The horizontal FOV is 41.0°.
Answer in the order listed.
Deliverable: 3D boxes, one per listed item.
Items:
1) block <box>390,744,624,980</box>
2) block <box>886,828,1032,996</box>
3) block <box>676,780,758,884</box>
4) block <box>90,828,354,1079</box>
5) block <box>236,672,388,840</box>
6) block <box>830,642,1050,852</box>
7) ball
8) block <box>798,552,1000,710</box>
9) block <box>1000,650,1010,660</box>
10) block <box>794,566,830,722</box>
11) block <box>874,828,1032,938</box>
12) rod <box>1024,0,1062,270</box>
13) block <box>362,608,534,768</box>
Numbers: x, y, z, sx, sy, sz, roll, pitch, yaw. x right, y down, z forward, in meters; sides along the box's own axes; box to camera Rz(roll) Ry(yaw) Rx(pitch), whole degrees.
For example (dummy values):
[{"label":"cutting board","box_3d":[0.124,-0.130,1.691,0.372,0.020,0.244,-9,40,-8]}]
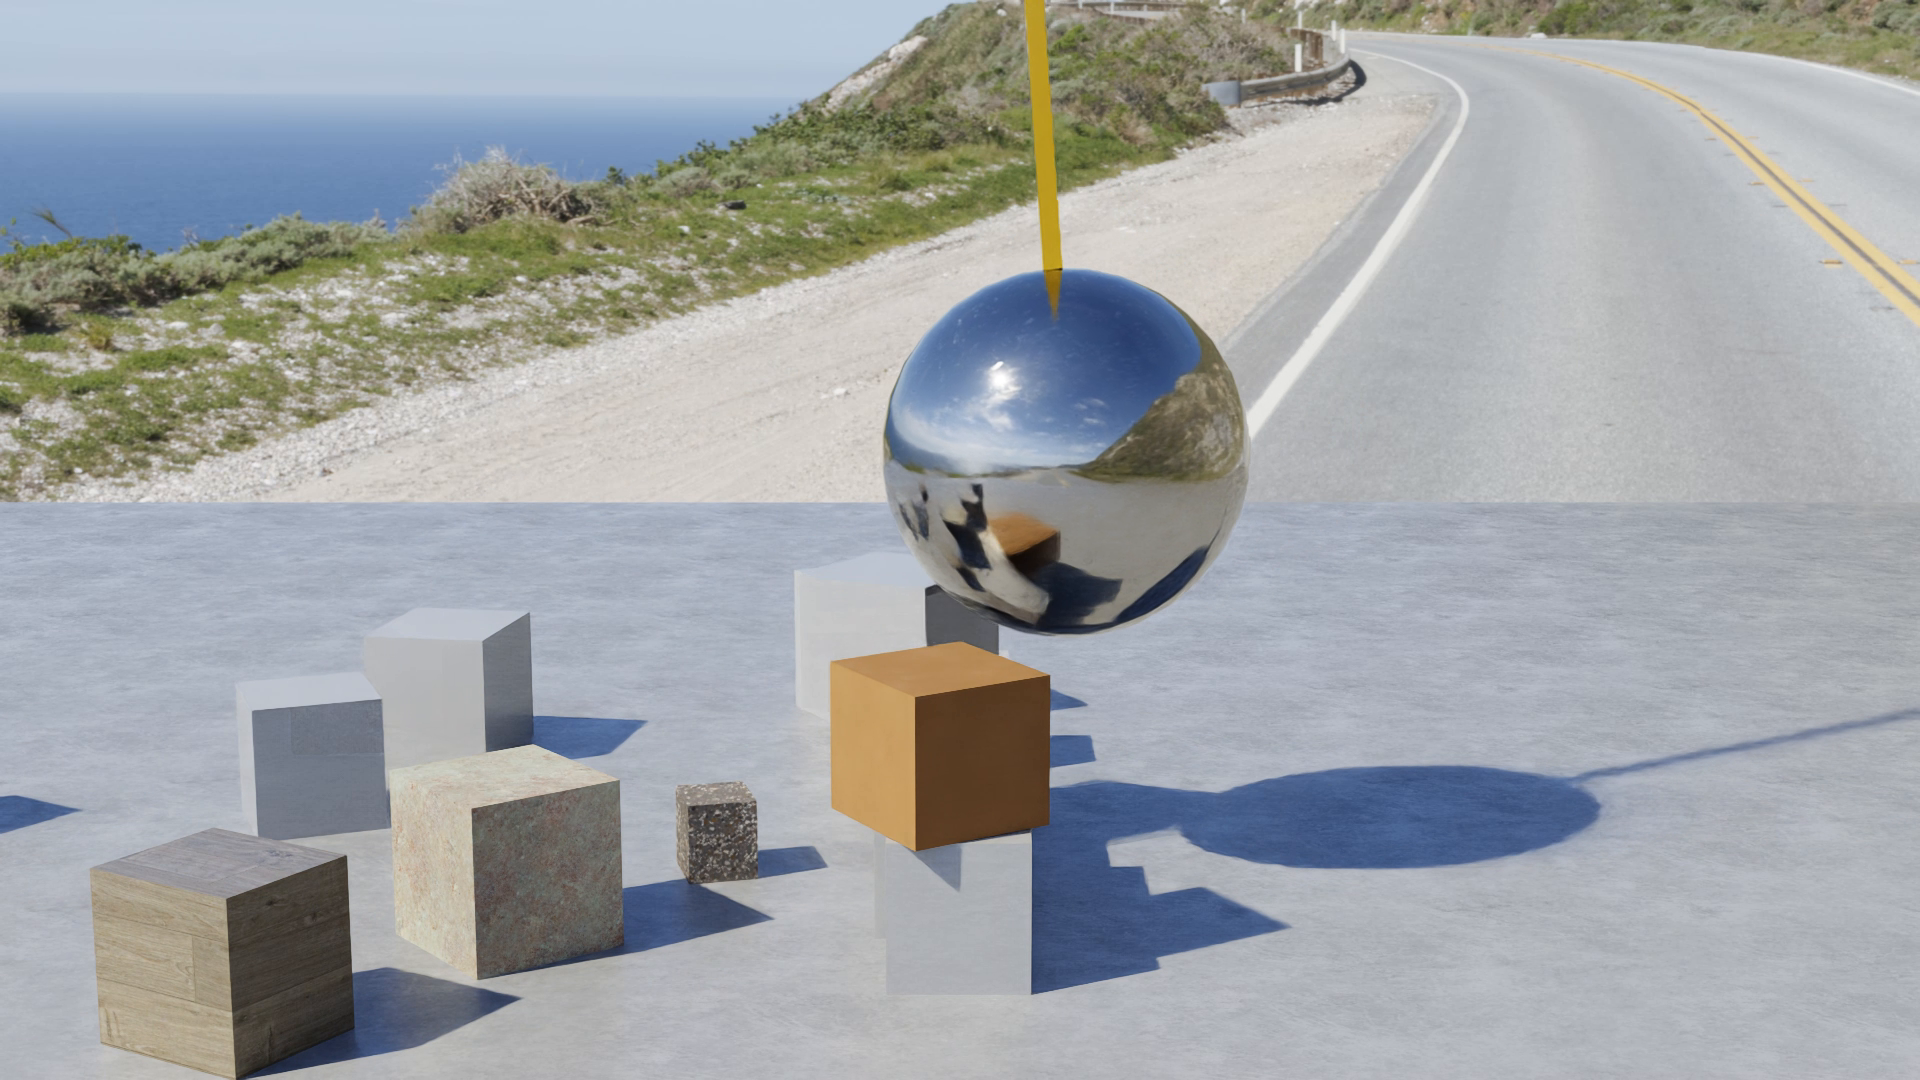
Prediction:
[{"label":"block","box_3d":[-1.852,1.297,10.477,0.665,0.699,0.710,-8,13,-38]},{"label":"block","box_3d":[-0.005,1.399,10.174,0.560,0.608,0.658,0,10,0]},{"label":"block","box_3d":[-1.084,1.300,11.420,0.306,0.357,0.339,-3,11,-15]},{"label":"block","box_3d":[-2.702,1.503,9.421,0.689,0.671,0.592,6,12,30]},{"label":"block","box_3d":[-3.085,1.021,12.194,0.593,0.629,0.605,-4,11,-22]},{"label":"block","box_3d":[-0.082,0.795,10.068,0.613,0.603,0.643,-7,14,-32]},{"label":"ball","box_3d":[0.457,-0.376,11.112,1.600,1.600,1.600,0,10,0]},{"label":"block","box_3d":[-0.270,0.430,11.724,0.655,0.607,0.670,5,12,29]},{"label":"block","box_3d":[0.006,0.883,13.241,0.498,0.524,0.532,0,10,-1]},{"label":"block","box_3d":[-0.421,0.582,14.193,0.705,0.777,0.804,-6,12,-28]},{"label":"block","box_3d":[-0.033,1.272,10.832,0.649,0.622,0.671,0,10,-1]},{"label":"rod","box_3d":[0.198,-3.712,10.506,0.080,5.200,0.080,-4,10,1]},{"label":"block","box_3d":[-2.666,0.770,13.431,0.637,0.679,0.731,2,10,9]}]
